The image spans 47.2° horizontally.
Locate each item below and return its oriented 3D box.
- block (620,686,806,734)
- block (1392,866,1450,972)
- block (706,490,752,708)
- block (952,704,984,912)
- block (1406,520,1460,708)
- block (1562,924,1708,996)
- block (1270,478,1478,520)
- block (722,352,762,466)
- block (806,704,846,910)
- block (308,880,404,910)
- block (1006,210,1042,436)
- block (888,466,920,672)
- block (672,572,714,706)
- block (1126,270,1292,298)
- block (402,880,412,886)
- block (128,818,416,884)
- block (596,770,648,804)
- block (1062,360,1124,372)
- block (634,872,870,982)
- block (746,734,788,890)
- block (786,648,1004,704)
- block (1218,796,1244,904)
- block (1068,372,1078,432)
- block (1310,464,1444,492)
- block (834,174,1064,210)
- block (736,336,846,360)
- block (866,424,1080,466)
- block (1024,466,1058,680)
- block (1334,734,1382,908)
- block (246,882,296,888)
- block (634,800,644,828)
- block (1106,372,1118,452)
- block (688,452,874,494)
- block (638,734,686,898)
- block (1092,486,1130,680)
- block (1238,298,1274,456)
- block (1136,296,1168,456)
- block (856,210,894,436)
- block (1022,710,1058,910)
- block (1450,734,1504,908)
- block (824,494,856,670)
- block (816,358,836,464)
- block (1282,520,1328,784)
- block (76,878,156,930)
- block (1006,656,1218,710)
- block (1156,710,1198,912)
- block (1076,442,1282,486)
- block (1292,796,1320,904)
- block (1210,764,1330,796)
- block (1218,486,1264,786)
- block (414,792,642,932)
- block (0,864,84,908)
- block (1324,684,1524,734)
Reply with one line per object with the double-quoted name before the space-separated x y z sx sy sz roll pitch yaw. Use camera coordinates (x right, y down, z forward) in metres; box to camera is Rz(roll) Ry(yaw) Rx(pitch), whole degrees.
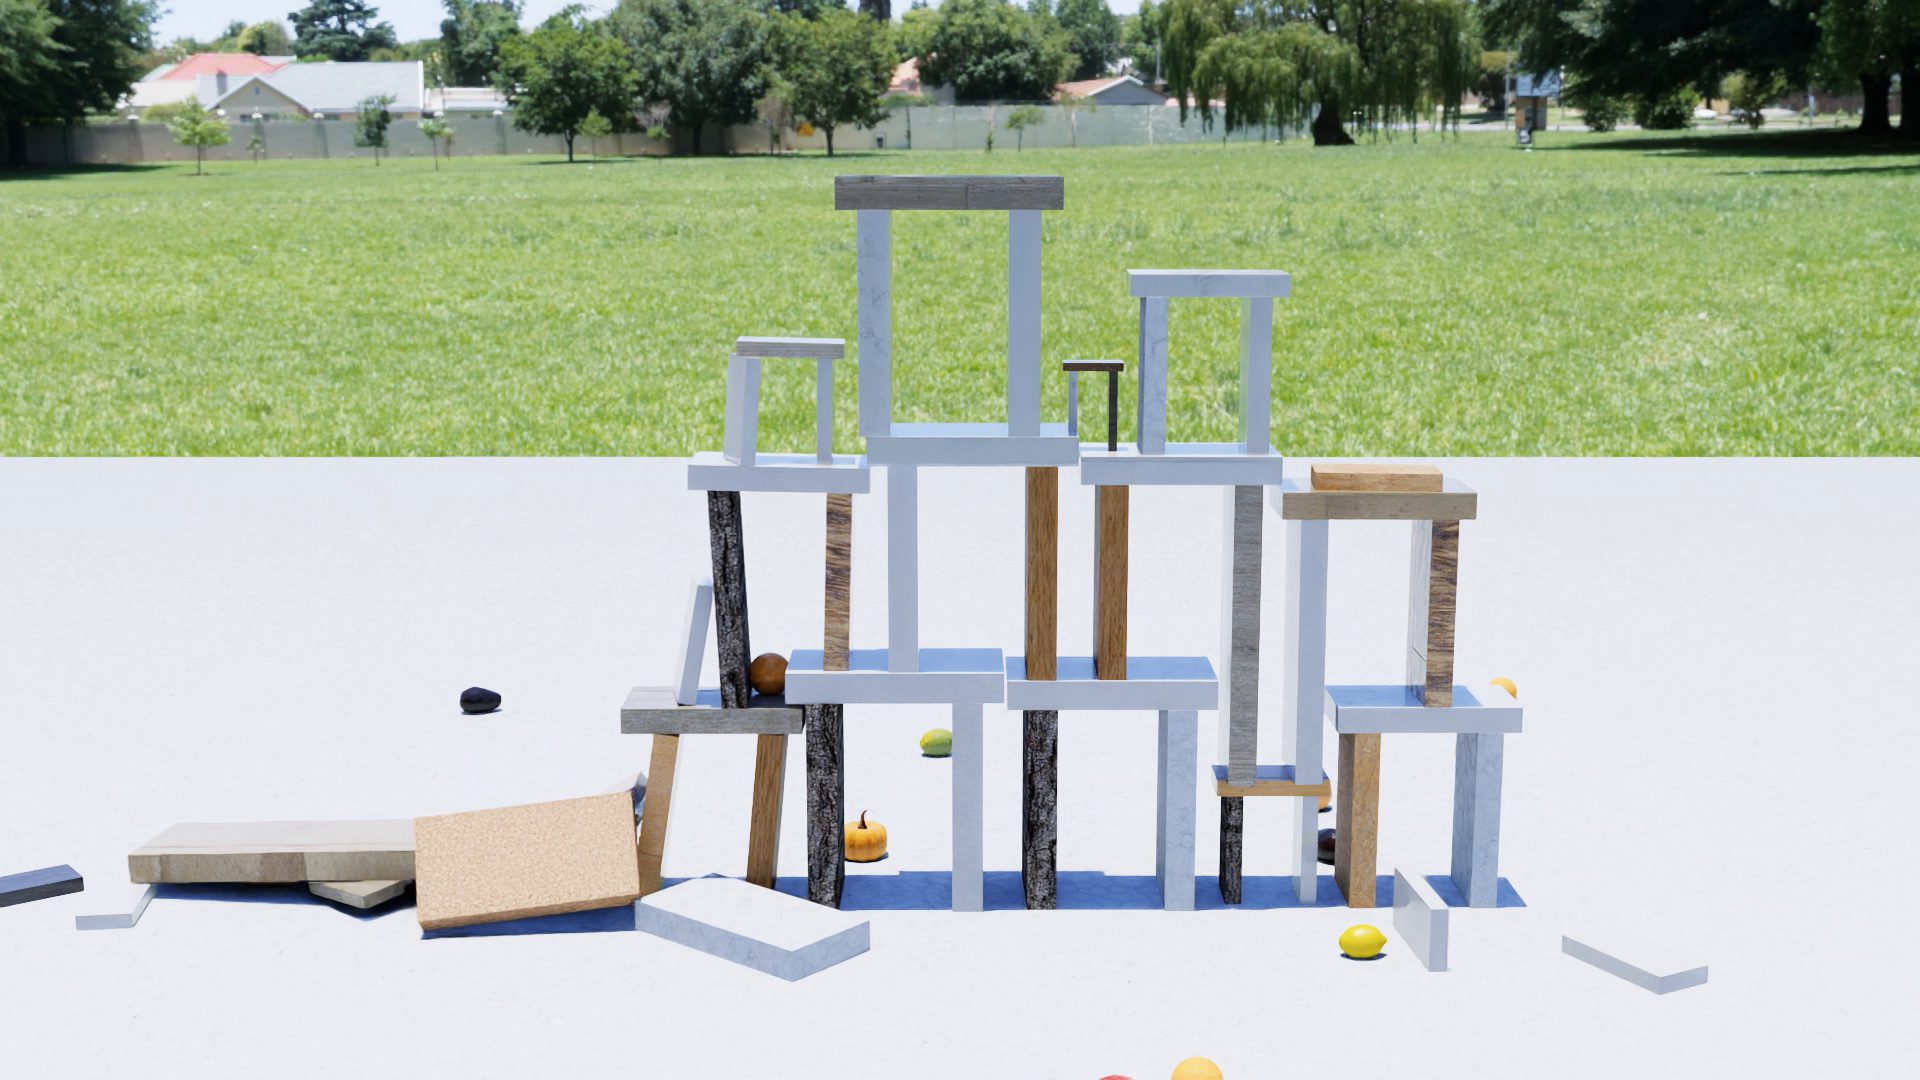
"block" -0.401 0.279 3.613 0.292 0.041 0.146 0 11 0
"block" 0.715 0.586 3.416 0.028 0.100 0.200 -1 11 -4
"block" -0.373 0.084 3.577 0.041 0.354 0.144 -3 11 -1
"block" 0.012 0.418 3.637 0.050 0.350 0.175 0 11 0
"block" 0.769 0.105 3.584 0.043 0.307 0.153 0 11 0
"block" 1.024 0.636 3.344 0.100 0.028 0.200 -6 12 -29
"block" 0.664 -0.067 3.551 0.307 0.043 0.153 0 11 0
"block" -0.346 -0.208 3.489 0.024 0.169 0.085 0 10 -26
"block" -0.222 0.419 3.634 0.050 0.350 0.175 0 11 1
"block" -0.990 0.568 3.606 0.154 0.022 0.077 5 17 40
"block" 0.100 -0.351 3.499 0.050 0.352 0.176 0 11 0
"block" -0.091 0.033 3.565 0.047 0.333 0.167 0 11 0
"block" -0.435 0.161 3.589 0.028 0.198 0.099 8 8 -14
"block" 0.391 -0.407 3.484 0.248 0.035 0.124 0 11 1
"block" -0.987 0.562 3.717 0.077 0.022 0.154 -20 19 -26
"block" -1.109 0.521 3.692 0.516 0.049 0.174 -2 10 7
"block" -0.681 0.491 3.676 0.344 0.028 0.099 -29 9 4
"block" 0.212 -0.278 3.509 0.096 0.014 0.048 0 11 1
"block" -0.328 0.604 3.456 0.347 0.049 0.174 9 14 39
"block" -0.319 0.444 3.645 0.041 0.293 0.146 5 10 -1
"block" -0.104 0.221 3.600 0.350 0.050 0.175 0 11 0
"block" 0.450 0.500 3.648 0.026 0.185 0.092 0 11 0
"block" 0.180 -0.225 3.520 0.014 0.096 0.048 0 11 0
"block" 0.668 -0.101 3.534 0.200 0.028 0.100 1 11 5
"block" -0.017 -0.548 3.463 0.352 0.050 0.176 0 11 0
"block" -0.268 -0.306 3.498 0.169 0.024 0.085 1 11 -2
"block" 0.020 -0.154 3.530 0.333 0.047 0.167 0 11 0
"block" 0.131 0.040 3.567 0.047 0.346 0.167 0 11 0
"block" 0.658 0.444 3.644 0.042 0.297 0.149 0 11 0
"block" -1.160 0.559 3.775 0.077 0.022 0.154 0 11 2
"block" -0.568 0.513 3.654 0.023 0.165 0.082 27 9 -5
"block" 0.244 -0.209 3.522 0.014 0.128 0.048 0 11 1
"block" -0.286 -0.109 3.539 0.288 0.041 0.144 1 11 0
"block" -0.498 0.444 3.645 0.041 0.292 0.146 9 10 -3
"block" 0.244 0.055 3.569 0.045 0.317 0.158 0 11 0
"block" 0.471 -0.268 3.510 0.035 0.248 0.124 0 11 1
"block" 0.307 -0.268 3.510 0.035 0.248 0.124 0 11 0
"block" -0.134 -0.351 3.499 0.050 0.352 0.176 0 11 0
"block" 0.132 0.422 3.644 0.048 0.338 0.169 0 11 -1
"block" 0.856 0.444 3.644 0.042 0.297 0.148 0 11 0
"block" -0.195 0.055 3.570 0.041 0.288 0.144 2 11 0
"block" -0.214 -0.210 3.520 0.024 0.169 0.085 1 11 0
"block" 0.563 0.168 3.595 0.043 0.435 0.153 0 11 0
"block" -1.375 0.593 3.587 0.086 0.024 0.173 -1 11 -8
"block" 0.245 0.234 3.603 0.338 0.048 0.169 0 11 0
"block" 0.358 0.424 3.637 0.048 0.338 0.169 0 11 0
"block" 0.349 -0.123 3.534 0.317 0.045 0.158 0 11 0
"block" 0.573 0.500 3.648 0.026 0.184 0.092 0 11 0
"block" 0.511 0.397 3.628 0.185 0.026 0.092 0 11 0
"block" 0.456 0.142 3.581 0.045 0.493 0.158 0 11 0
"block" -0.693 0.514 3.530 0.347 0.174 0.049 -7 -27 -5
"block" -1.561 0.579 3.661 0.173 0.024 0.086 -8 13 -37
"block" 0.757 0.277 3.613 0.297 0.042 0.149 0 11 0
